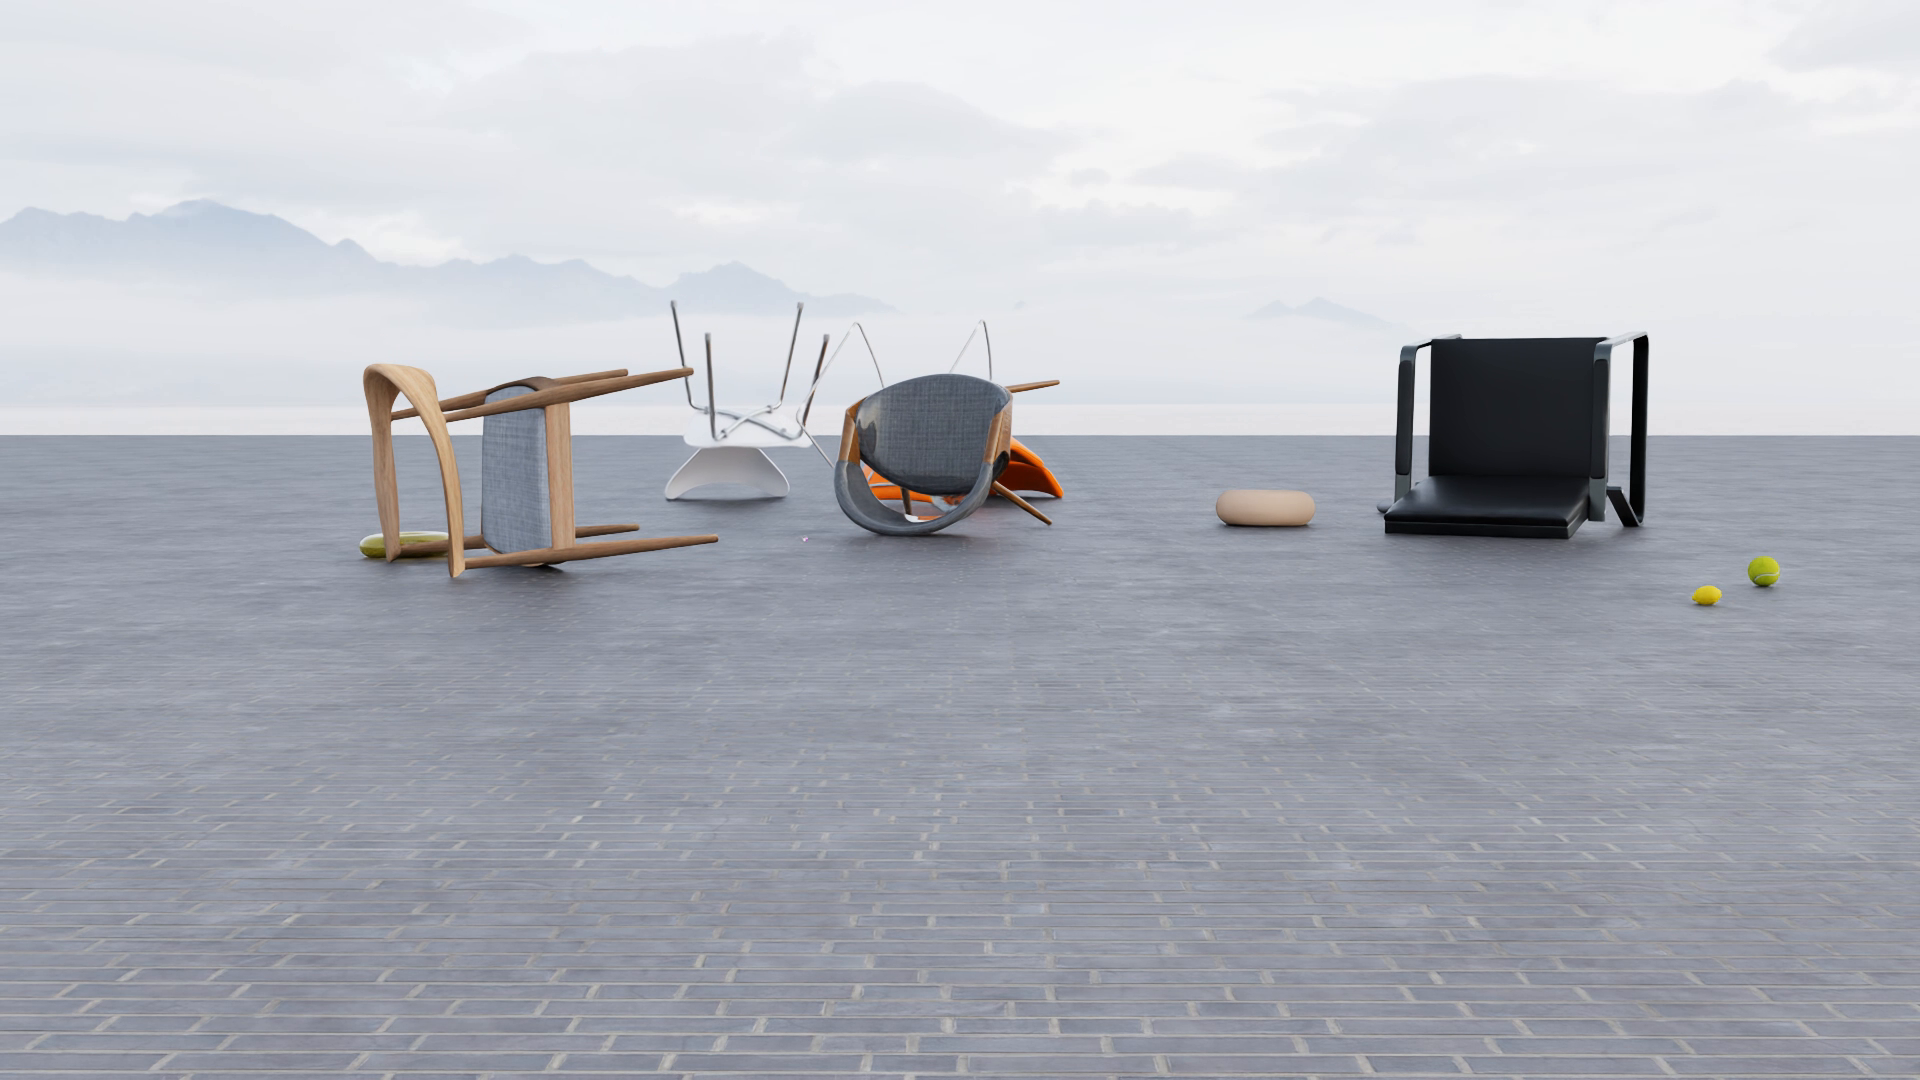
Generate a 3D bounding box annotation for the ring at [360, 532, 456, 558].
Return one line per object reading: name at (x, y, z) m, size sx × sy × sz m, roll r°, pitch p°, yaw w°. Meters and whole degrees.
ring at (-1.484, 0.013, 5.910) m, size 0.261 × 0.062 × 0.216 m, roll -4°, pitch 5°, yaw -42°

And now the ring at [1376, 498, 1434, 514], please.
ring at (1.624, -0.124, 8.011) m, size 0.259 × 0.048 × 0.142 m, roll -3°, pitch 6°, yaw -33°

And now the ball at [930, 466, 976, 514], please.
ball at (-0.025, -0.178, 7.893) m, size 0.170 × 0.170 × 0.170 m, roll 0°, pitch 4°, yaw 0°

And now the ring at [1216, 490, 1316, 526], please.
ring at (1.011, -0.107, 7.283) m, size 0.333 × 0.114 × 0.288 m, roll 0°, pitch 3°, yaw -12°
